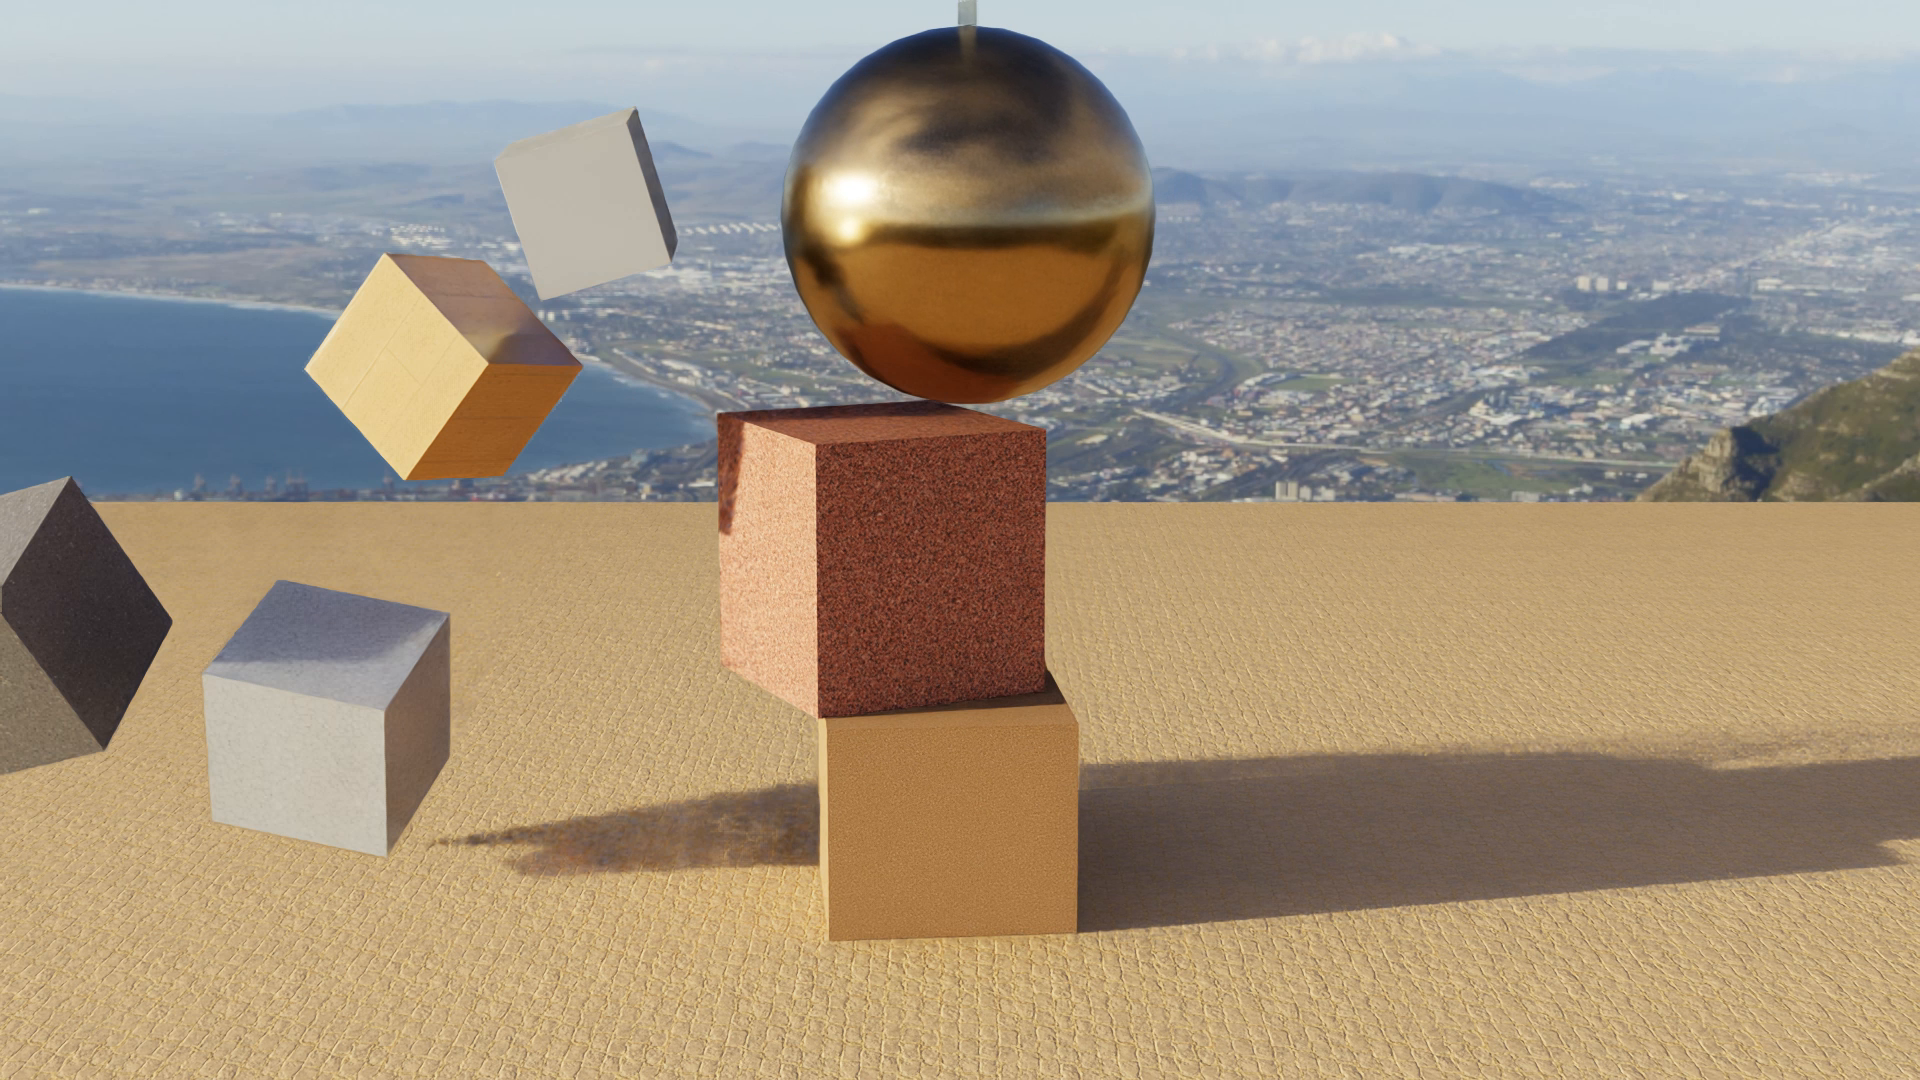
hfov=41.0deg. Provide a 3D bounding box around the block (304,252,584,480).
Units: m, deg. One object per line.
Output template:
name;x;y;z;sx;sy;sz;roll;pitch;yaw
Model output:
block;-2.245;-0.752;11.188;0.712;0.659;0.700;46;20;17

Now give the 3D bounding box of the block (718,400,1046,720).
block;-0.354;0.046;11.138;1.052;1.136;1.101;-5;11;-26

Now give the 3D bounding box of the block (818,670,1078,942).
block;-0.070;1.112;10.951;1.026;0.894;0.957;-1;10;-5

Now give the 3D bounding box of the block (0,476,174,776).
block;-4.137;0.394;11.288;0.720;0.866;0.873;-13;35;17

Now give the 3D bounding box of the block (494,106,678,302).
block;-1.604;-1.461;11.092;0.580;0.619;0.603;-16;16;1

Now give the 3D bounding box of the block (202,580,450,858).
block;-2.773;0.779;11.331;0.806;0.793;0.772;11;32;6

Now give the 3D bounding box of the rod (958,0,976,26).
rod;0.015;-4.723;10.322;0.080;5.200;0.080;0;10;0

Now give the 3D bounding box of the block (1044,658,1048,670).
block;-0.053;0.979;11.937;0.908;0.804;0.955;0;10;-1

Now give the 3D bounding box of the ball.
ball;0.036;-1.378;10.930;1.600;1.600;1.600;0;10;0
